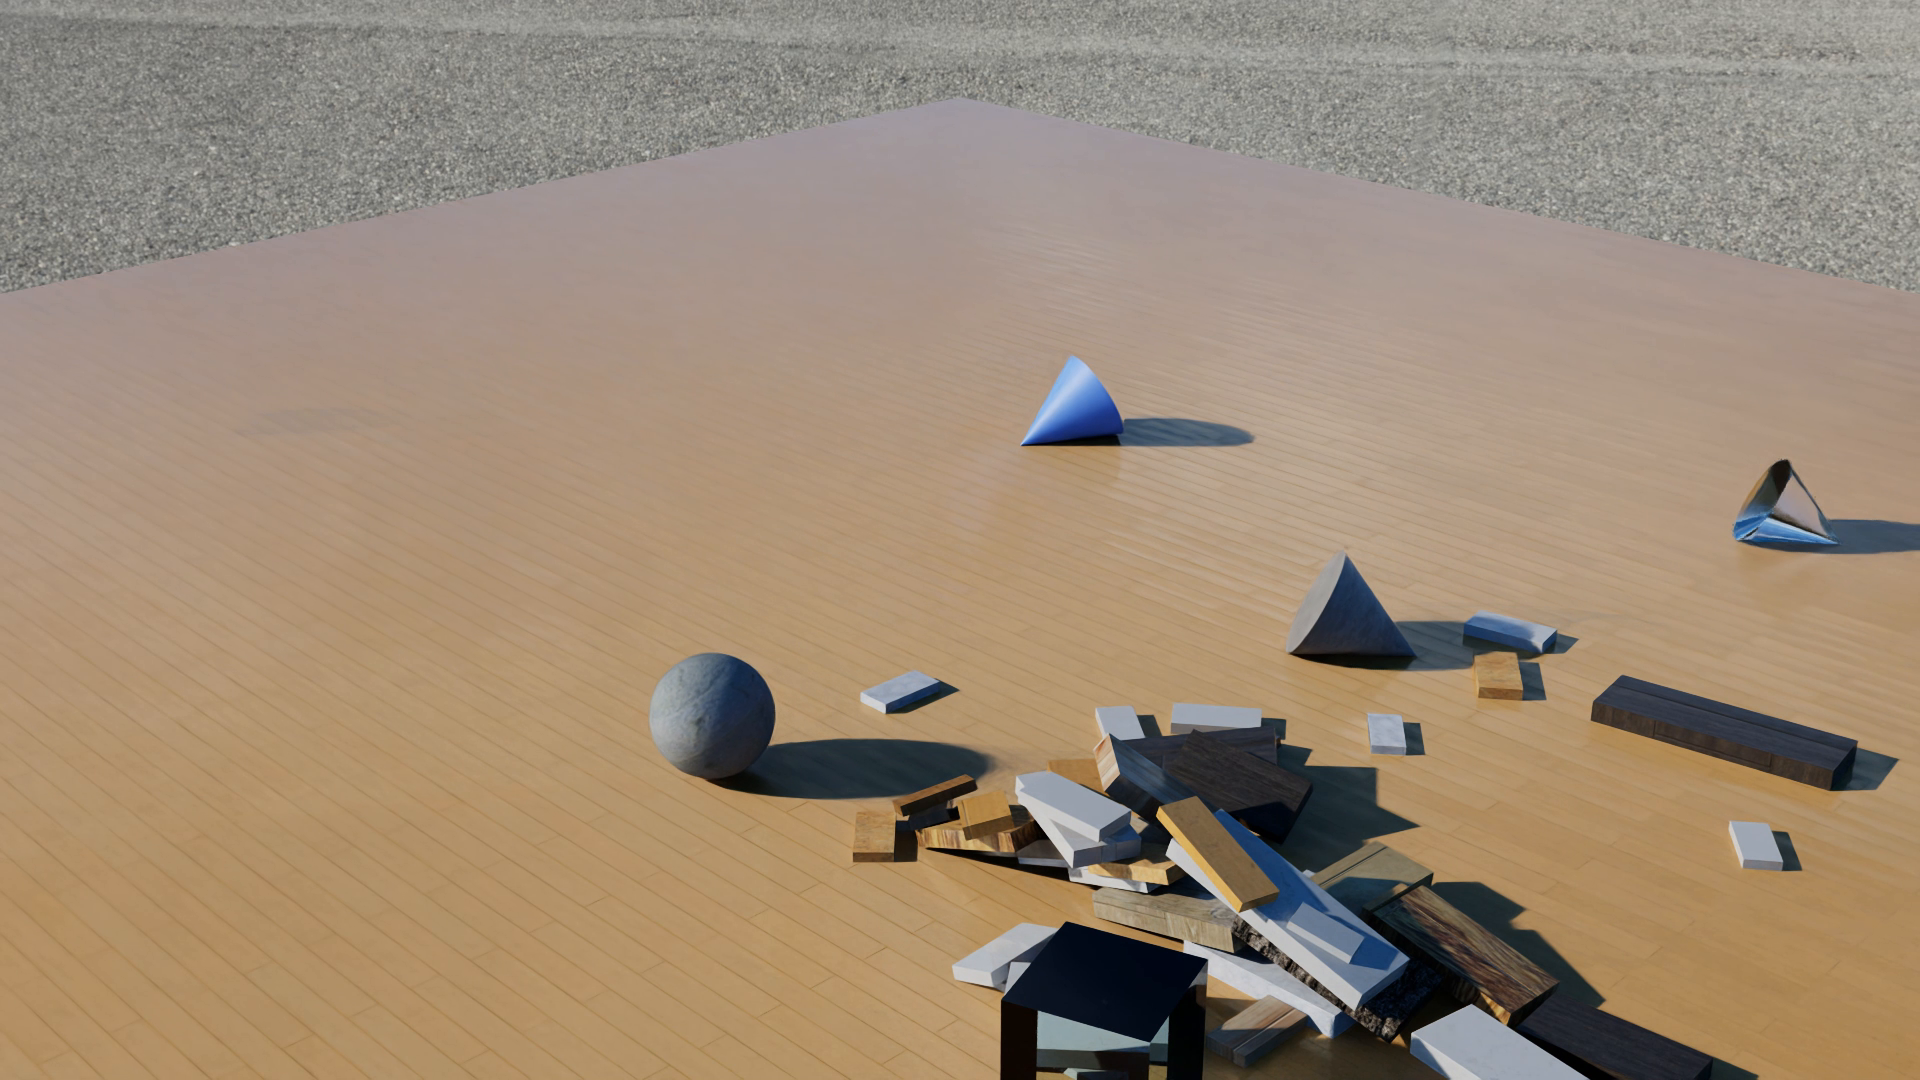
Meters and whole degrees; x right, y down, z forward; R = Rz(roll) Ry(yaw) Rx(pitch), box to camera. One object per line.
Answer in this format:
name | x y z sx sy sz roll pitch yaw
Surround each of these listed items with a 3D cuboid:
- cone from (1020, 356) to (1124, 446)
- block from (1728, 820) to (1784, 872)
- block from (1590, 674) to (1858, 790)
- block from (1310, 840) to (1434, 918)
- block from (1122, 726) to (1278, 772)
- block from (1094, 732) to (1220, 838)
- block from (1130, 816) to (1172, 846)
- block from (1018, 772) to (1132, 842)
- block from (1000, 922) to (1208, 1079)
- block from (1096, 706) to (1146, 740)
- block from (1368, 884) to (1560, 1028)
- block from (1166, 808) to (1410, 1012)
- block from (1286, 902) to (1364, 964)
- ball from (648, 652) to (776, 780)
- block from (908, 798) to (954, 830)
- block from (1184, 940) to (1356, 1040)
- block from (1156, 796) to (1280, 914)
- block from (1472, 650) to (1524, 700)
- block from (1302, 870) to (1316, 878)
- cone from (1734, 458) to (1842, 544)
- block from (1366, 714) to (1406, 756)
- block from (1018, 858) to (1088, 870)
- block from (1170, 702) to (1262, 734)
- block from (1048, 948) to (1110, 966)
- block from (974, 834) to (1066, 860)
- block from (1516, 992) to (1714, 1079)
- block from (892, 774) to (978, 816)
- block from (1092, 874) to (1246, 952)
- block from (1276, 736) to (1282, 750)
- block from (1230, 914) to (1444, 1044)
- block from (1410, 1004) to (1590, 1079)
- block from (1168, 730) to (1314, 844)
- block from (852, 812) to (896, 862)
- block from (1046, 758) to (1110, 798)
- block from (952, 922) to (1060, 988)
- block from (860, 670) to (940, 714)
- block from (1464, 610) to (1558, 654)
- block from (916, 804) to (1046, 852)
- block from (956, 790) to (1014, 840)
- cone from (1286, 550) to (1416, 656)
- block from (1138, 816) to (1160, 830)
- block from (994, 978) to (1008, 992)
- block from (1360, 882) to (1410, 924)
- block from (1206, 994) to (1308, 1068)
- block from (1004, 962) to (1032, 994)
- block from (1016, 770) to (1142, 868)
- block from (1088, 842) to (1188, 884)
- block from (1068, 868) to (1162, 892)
cone | 0.286 -0.350 6.429 0.272 0.272 0.272 -34 31 -9
block | 1.562 0.600 4.319 0.074 0.021 0.148 3 23 8
block | 1.640 0.410 4.734 0.517 0.047 0.166 17 28 34
block | 0.735 0.643 4.048 0.268 0.038 0.134 -19 34 -40
block | 0.487 0.460 4.540 0.331 0.047 0.166 -7 24 9
block | 0.408 0.513 4.241 0.331 0.047 0.166 35 16 -17
block | 0.350 0.590 4.306 0.076 0.022 0.276 -41 41 -24
block | 0.211 0.492 4.063 0.191 0.027 0.095 22 32 36
block | 0.231 0.811 3.530 0.250 0.250 0.250 11 25 24
block | 0.348 0.409 4.766 0.082 0.023 0.165 -2 23 -6
block | 0.887 0.736 3.886 0.152 0.043 0.303 -18 40 -40
block | 0.567 0.637 3.828 0.143 0.040 0.432 -23 50 -41
block | 0.624 0.670 3.754 0.120 0.017 0.060 28 38 19
ball | -0.514 0.365 4.565 0.261 0.261 0.261 0 23 0
block | -0.057 0.538 4.375 0.080 0.023 0.159 -18 5 4
block | 0.579 0.761 3.906 0.166 0.047 0.332 -21 31 -40
block | 0.450 0.548 3.853 0.085 0.024 0.248 -11 43 -32
block | 1.223 0.307 5.002 0.096 0.027 0.193 3 23 8
block | 0.729 0.708 4.007 0.303 0.043 0.152 20 30 30
cone | 2.195 -0.047 5.732 0.243 0.243 0.243 29 26 0
block | 0.920 0.419 4.747 0.074 0.021 0.148 3 23 6
block | 0.215 0.596 4.231 0.102 0.029 0.203 -21 11 -40
block | 0.559 0.395 4.795 0.193 0.027 0.096 4 23 8
block | 0.241 0.781 3.889 0.085 0.024 0.169 -18 29 -36
block | 0.166 0.570 4.251 0.273 0.039 0.136 -6 13 47
block | 1.093 0.859 3.684 0.285 0.040 0.143 19 29 37
block | -0.050 0.510 4.394 0.159 0.023 0.080 -19 5 -12
block | 0.422 0.669 4.032 0.166 0.047 0.332 -21 18 -41
block | 0.607 0.447 4.645 0.082 0.023 0.165 4 17 31
block | 0.654 0.720 3.823 0.332 0.047 0.166 33 39 25
block | 0.886 0.862 3.568 0.143 0.040 0.285 -15 27 -32
block | 0.554 0.492 4.400 0.268 0.038 0.134 23 65 25
block | -0.168 0.586 4.350 0.080 0.023 0.159 0 23 0
block | 0.228 0.476 4.160 0.095 0.027 0.191 -1 26 -8
block | 0.087 0.742 3.943 0.095 0.027 0.191 0 16 45
block | -0.133 0.340 4.931 0.165 0.023 0.082 -20 30 -39
block | 1.305 0.217 5.215 0.193 0.027 0.096 15 27 32
block | 0.054 0.556 4.266 0.136 0.039 0.273 -22 11 -41
block | 0.048 0.529 4.234 0.095 0.027 0.191 -15 9 -1
cone | 0.945 0.207 5.117 0.272 0.272 0.272 28 25 -2
block | 0.441 0.564 4.397 0.191 0.027 0.095 -17 28 -34
block | 0.191 0.816 3.816 0.320 0.017 0.060 20 30 39
block | 0.765 0.669 3.974 0.120 0.060 0.017 -19 34 -40
block | 0.506 0.838 3.755 0.169 0.024 0.085 -21 31 -40
block | 0.226 0.791 3.793 0.293 0.038 0.134 0 27 9
block | 0.220 0.519 4.147 0.136 0.039 0.273 -8 27 -20
block | 0.342 0.595 4.071 0.102 0.029 0.203 -21 13 -40
block | 0.311 0.620 4.138 0.102 0.029 0.203 -21 13 -39
